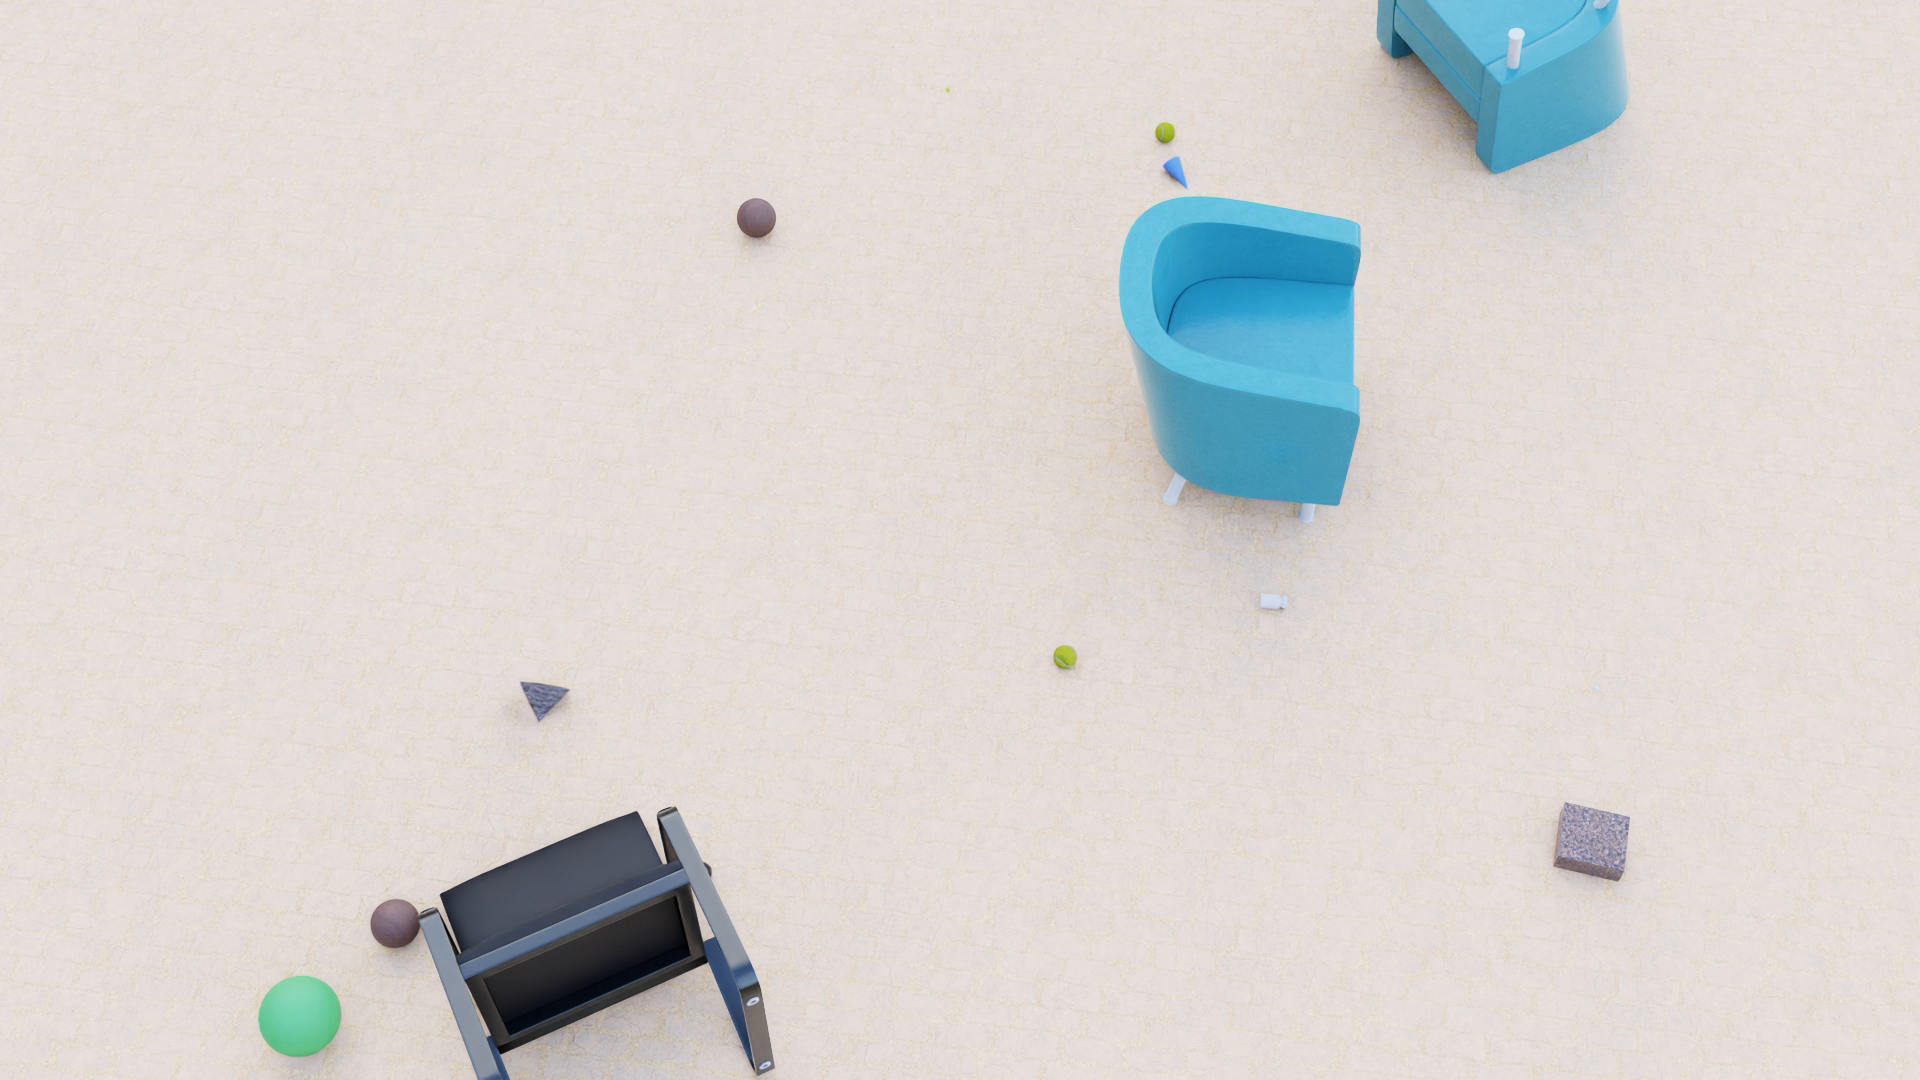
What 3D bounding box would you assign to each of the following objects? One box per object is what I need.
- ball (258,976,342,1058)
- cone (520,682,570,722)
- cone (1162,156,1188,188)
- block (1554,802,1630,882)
[{"bbox_3d":[-1.690,1.220,5.632,0.205,0.205,0.205,0,56,0],"label":"ball"},{"bbox_3d":[-1.184,0.465,6.227,0.144,0.130,0.105,10,89,-29],"label":"cone"},{"bbox_3d":[0.737,-1.221,7.375,0.067,0.061,0.114,-19,72,-33],"label":"cone"},{"bbox_3d":[1.718,0.821,5.983,0.176,0.067,0.168,12,57,8],"label":"block"}]
